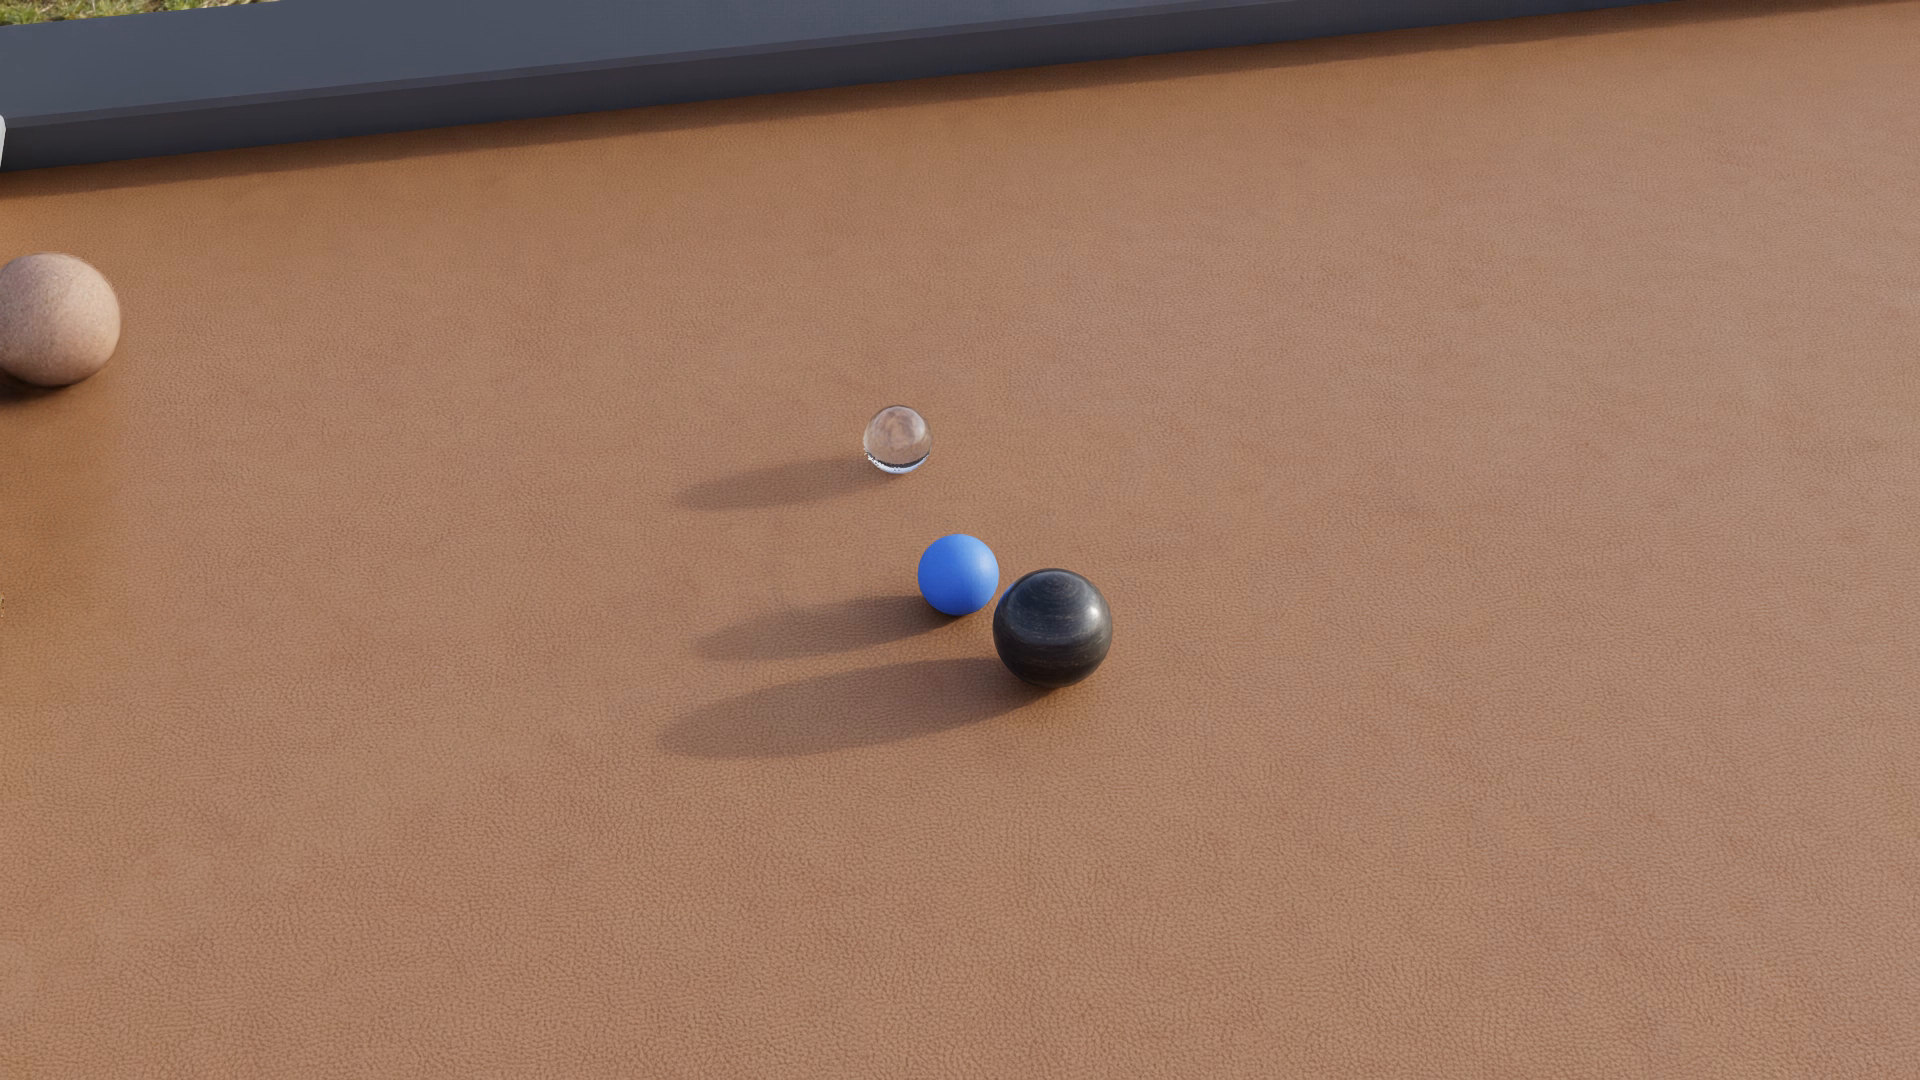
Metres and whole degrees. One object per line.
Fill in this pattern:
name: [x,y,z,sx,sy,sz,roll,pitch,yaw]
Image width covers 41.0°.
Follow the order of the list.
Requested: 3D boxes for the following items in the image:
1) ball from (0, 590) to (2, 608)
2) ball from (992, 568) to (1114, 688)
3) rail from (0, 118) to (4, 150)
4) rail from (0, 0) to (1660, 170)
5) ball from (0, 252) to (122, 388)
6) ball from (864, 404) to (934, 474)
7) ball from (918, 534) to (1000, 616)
ball: [-0.618,0.037,1.587,0.047,0.047,0.047,0,36,0]
ball: [0.056,0.053,1.543,0.073,0.073,0.073,0,36,0]
rail: [-0.624,0.056,1.494,0.045,0.124,1.429,-8,37,-11]
rail: [0.490,-0.512,2.279,2.658,0.124,0.045,-8,37,-11]
ball: [-0.642,-0.155,1.811,0.095,0.095,0.095,0,36,0]
ball: [-0.042,-0.068,1.732,0.047,0.047,0.047,0,36,0]
ball: [-0.001,0.022,1.605,0.051,0.051,0.051,0,36,0]
